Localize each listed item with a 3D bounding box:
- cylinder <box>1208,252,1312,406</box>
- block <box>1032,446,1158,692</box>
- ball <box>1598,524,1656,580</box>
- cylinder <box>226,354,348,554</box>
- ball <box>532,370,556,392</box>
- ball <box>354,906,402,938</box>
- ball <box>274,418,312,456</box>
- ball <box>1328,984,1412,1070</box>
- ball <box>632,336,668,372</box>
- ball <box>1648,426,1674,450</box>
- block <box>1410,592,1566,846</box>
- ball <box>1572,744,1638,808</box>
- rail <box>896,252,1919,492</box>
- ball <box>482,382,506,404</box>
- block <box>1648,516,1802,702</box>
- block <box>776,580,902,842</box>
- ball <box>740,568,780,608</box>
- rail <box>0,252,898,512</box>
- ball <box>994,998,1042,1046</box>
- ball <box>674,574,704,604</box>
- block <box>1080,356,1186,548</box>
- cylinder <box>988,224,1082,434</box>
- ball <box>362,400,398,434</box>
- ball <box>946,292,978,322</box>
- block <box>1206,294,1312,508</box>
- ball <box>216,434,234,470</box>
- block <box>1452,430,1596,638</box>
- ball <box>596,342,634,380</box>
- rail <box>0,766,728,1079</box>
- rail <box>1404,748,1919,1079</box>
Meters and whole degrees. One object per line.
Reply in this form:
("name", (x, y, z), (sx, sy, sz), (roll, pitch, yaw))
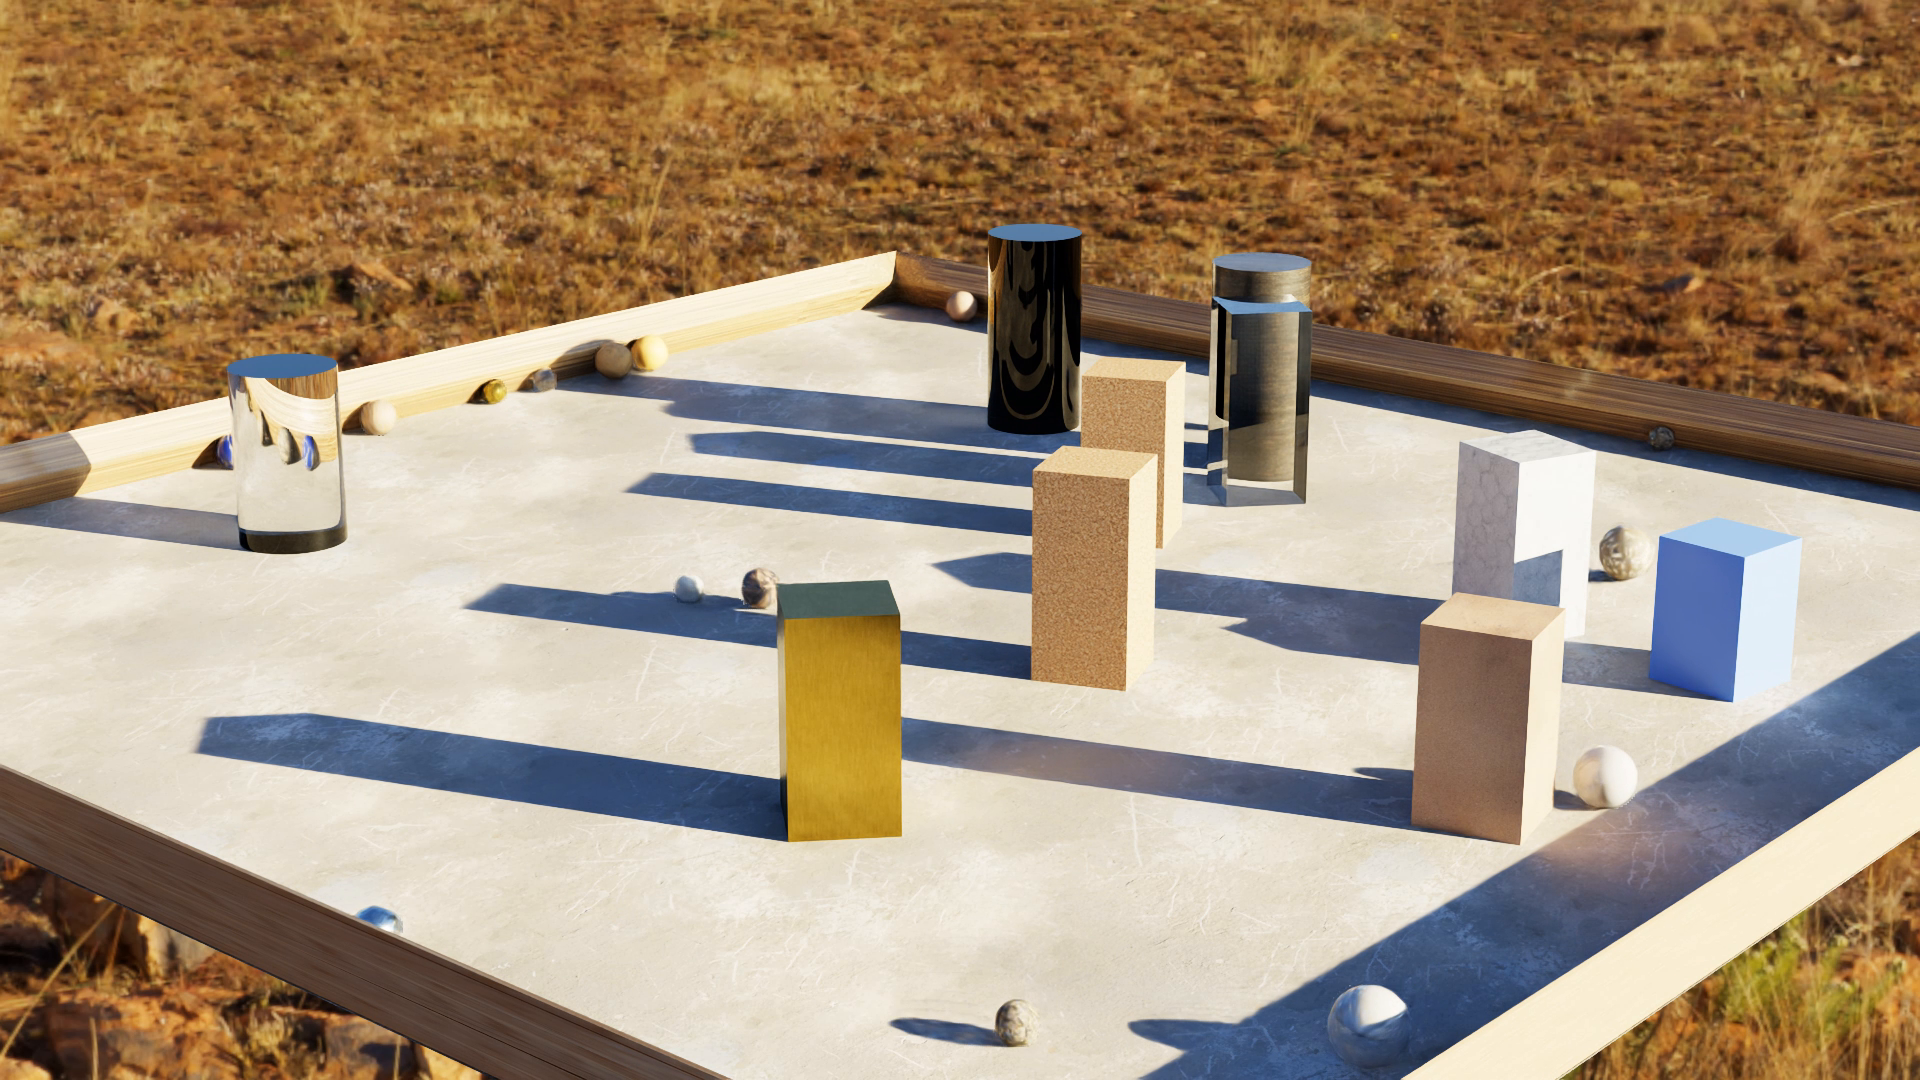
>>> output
("cylinder", (0.604, -0.359, 5.931), (0.198, 0.413, 0.198), (0, 17, 0))
("block", (0.215, 0.044, 4.701), (0.158, 0.350, 0.158), (6, 18, 18))
("ball", (1.185, 0.022, 5.210), (0.099, 0.099, 0.099), (0, 17, 0))
("cylinder", (-1.240, -0.160, 5.411), (0.198, 0.331, 0.198), (0, 17, 0))
("ball", (-0.929, -0.356, 6.546), (0.051, 0.051, 0.051), (0, 17, 0))
("ball", (-0.738, 0.494, 3.700), (0.066, 0.066, 0.066), (0, 17, 0))
("ball", (-1.369, -0.211, 6.023), (0.076, 0.076, 0.076), (0, 17, 0))
("ball", (0.476, 0.566, 3.408), (0.097, 0.097, 0.097), (0, 17, 0))
("ball", (-0.714, -0.429, 6.735), (0.082, 0.082, 0.082), (0, 17, 0))
("ball", (1.449, -0.209, 6.062), (0.050, 0.050, 0.050), (0, 17, 0))
("block", (0.741, 0.248, 4.111), (0.158, 0.299, 0.158), (8, 19, 26))
("ball", (0.919, 0.337, 4.178), (0.090, 0.090, 0.090), (0, 17, 0))
("rail", (1.122, -0.340, 6.357), (3.445, 0.129, 0.045), (14, 22, 39))
("ball", (-1.025, -0.324, 6.443), (0.050, 0.050, 0.050), (0, 17, 0))
("block", (1.220, 0.109, 4.676), (0.158, 0.239, 0.158), (-15, 22, -40))
("block", (-0.170, 0.238, 4.101), (0.158, 0.326, 0.158), (-2, 17, -7))
("ball", (-0.343, 0.083, 5.056), (0.071, 0.071, 0.071), (0, 17, 0))
("rail", (-1.283, -0.289, 6.186), (0.045, 0.129, 3.469), (14, 22, 39))
("ball", (0.068, 0.570, 3.465), (0.055, 0.055, 0.055), (0, 17, 0))
("ball", (-0.469, 0.085, 5.083), (0.051, 0.051, 0.051), (0, 17, 0))
("block", (0.320, -0.164, 5.447), (0.158, 0.317, 0.158), (5, 17, 16))
("cylinder", (0.158, -0.449, 6.224), (0.198, 0.414, 0.198), (0, 17, 0))
("ball", (-1.225, -0.259, 6.183), (0.075, 0.075, 0.075), (0, 17, 0))
("ball", (0.006, -0.574, 7.224), (0.077, 0.077, 0.077), (0, 17, 0))
("block", (0.580, -0.271, 5.693), (0.158, 0.381, 0.158), (-3, 17, -9))
("ball", (-1.466, -0.179, 5.921), (0.073, 0.073, 0.073), (0, 17, 0))
("block", (0.941, -0.003, 4.911), (0.158, 0.319, 0.158), (-9, 19, -27))
("ball", (-0.784, -0.405, 6.651), (0.085, 0.085, 0.085), (0, 17, 0))
("rail", (-1.122, 0.405, 3.883), (3.445, 0.129, 0.045), (14, 22, 39))
("rail", (1.283, 0.354, 4.053), (0.045, 0.129, 3.469), (14, 22, 39))
